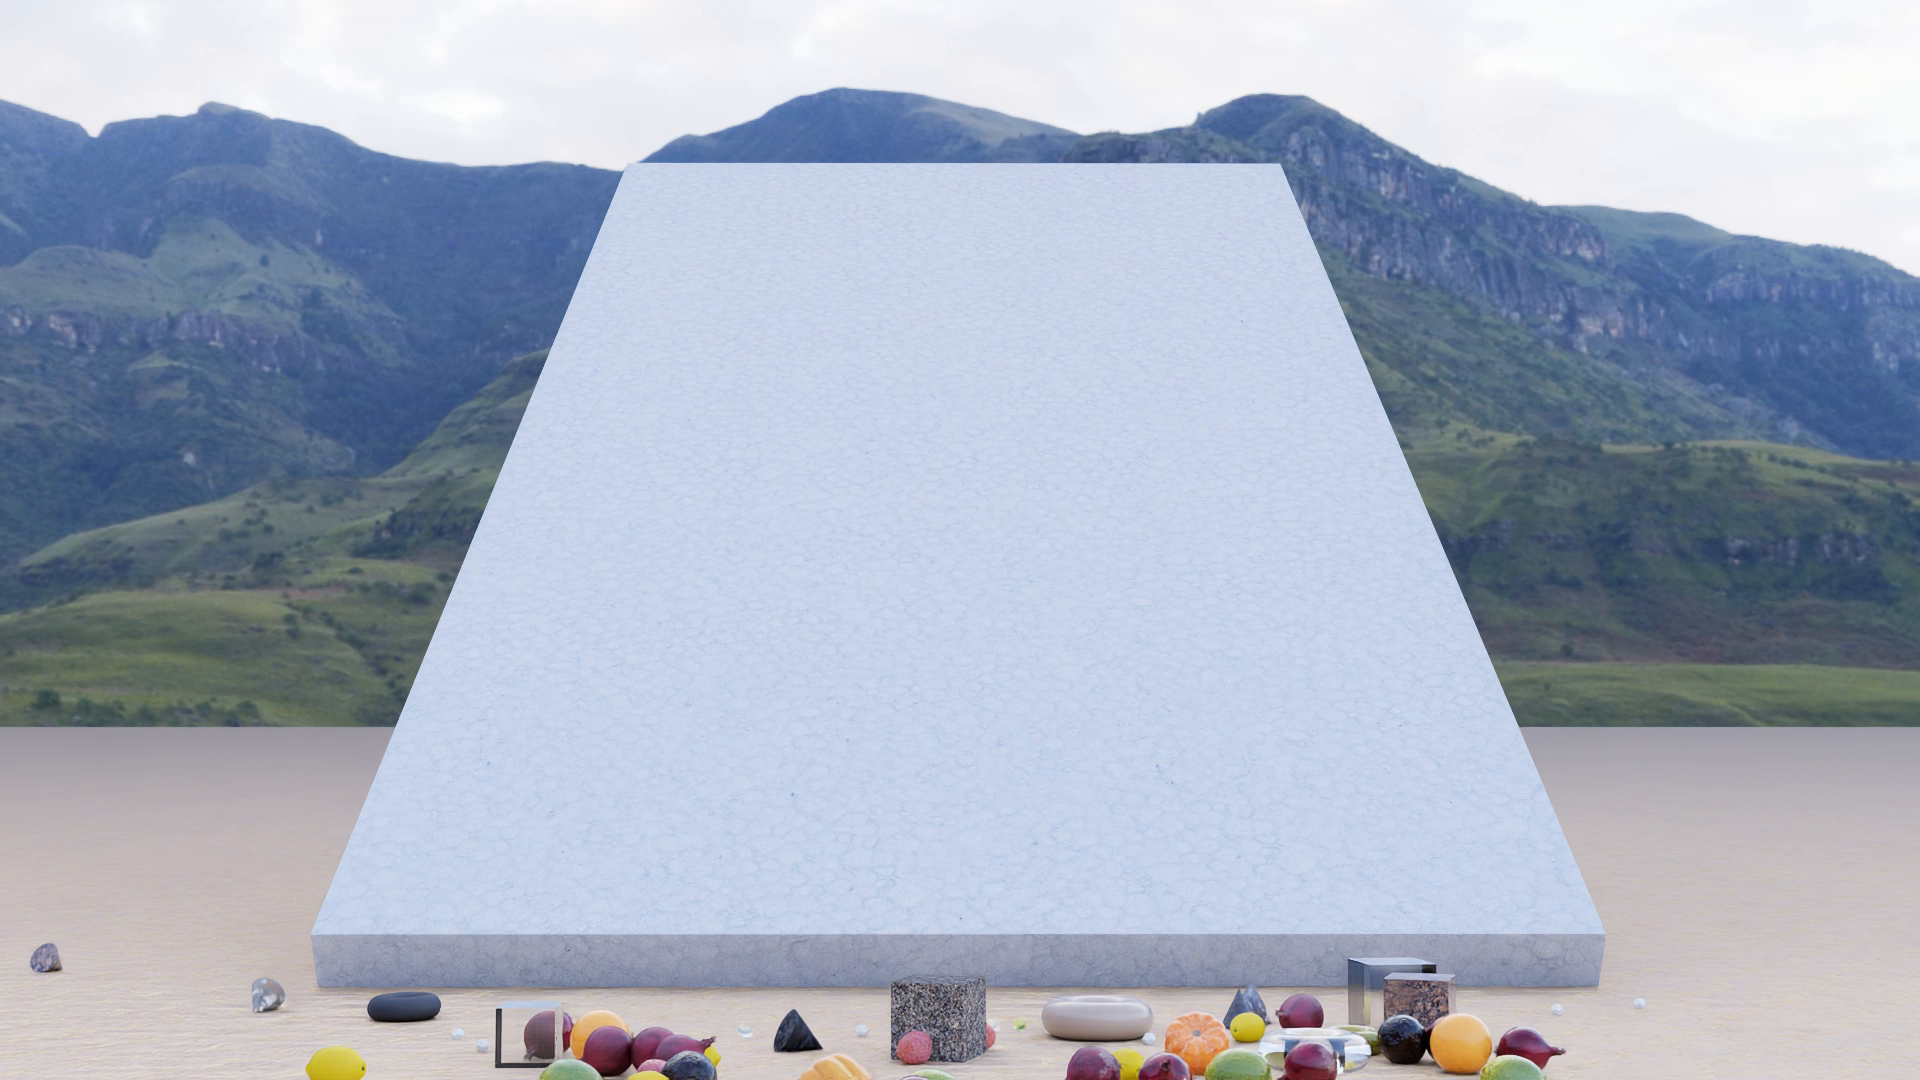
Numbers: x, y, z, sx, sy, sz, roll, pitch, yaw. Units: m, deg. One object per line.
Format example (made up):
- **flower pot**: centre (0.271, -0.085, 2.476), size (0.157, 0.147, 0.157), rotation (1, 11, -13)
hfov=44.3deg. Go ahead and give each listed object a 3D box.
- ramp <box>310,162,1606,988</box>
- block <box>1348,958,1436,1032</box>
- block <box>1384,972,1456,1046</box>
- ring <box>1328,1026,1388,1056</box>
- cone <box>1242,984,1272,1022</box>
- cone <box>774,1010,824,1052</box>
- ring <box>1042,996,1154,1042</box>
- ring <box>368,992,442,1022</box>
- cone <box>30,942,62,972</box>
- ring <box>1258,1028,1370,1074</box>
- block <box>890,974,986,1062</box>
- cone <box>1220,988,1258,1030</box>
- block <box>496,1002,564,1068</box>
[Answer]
- **ramp**: centre (-0.010, -0.228, 5.457), size (2.000, 0.100, 4.000), rotation (0, 26, 0)
- **block**: centre (0.581, 0.613, 3.170), size (0.092, 0.092, 0.092), rotation (1, -4, -9)
- **block**: centre (0.598, 0.609, 3.065), size (0.083, 0.083, 0.083), rotation (-1, -5, 18)
- **ring**: centre (0.491, 0.627, 2.955), size (0.091, 0.030, 0.091), rotation (1, -4, 0)
- **cone**: centre (0.388, 0.651, 3.249), size (0.059, 0.059, 0.059), rotation (-26, -2, -6)
- **cone**: centre (-0.196, 0.631, 2.978), size (0.057, 0.057, 0.057), rotation (30, -14, -17)
- **ring**: centre (0.181, 0.630, 3.110), size (0.148, 0.049, 0.148), rotation (0, -6, 0)
- **ring**: centre (-0.775, 0.651, 3.289), size (0.101, 0.034, 0.101), rotation (-1, -4, 0)
- **cone**: centre (-1.508, 0.705, 3.924), size (0.052, 0.052, 0.052), rotation (-1, -31, 19)
- **ring**: centre (0.423, 0.610, 2.816), size (0.134, 0.045, 0.134), rotation (1, -5, 0)
- **block**: centre (-0.026, 0.593, 2.928), size (0.094, 0.094, 0.094), rotation (-1, -5, 17)
- **cone**: centre (0.378, 0.634, 3.197), size (0.053, 0.053, 0.053), rotation (0, -4, 0)
- **block**: centre (-0.522, 0.599, 2.859), size (0.071, 0.071, 0.071), rotation (0, -4, -1)
